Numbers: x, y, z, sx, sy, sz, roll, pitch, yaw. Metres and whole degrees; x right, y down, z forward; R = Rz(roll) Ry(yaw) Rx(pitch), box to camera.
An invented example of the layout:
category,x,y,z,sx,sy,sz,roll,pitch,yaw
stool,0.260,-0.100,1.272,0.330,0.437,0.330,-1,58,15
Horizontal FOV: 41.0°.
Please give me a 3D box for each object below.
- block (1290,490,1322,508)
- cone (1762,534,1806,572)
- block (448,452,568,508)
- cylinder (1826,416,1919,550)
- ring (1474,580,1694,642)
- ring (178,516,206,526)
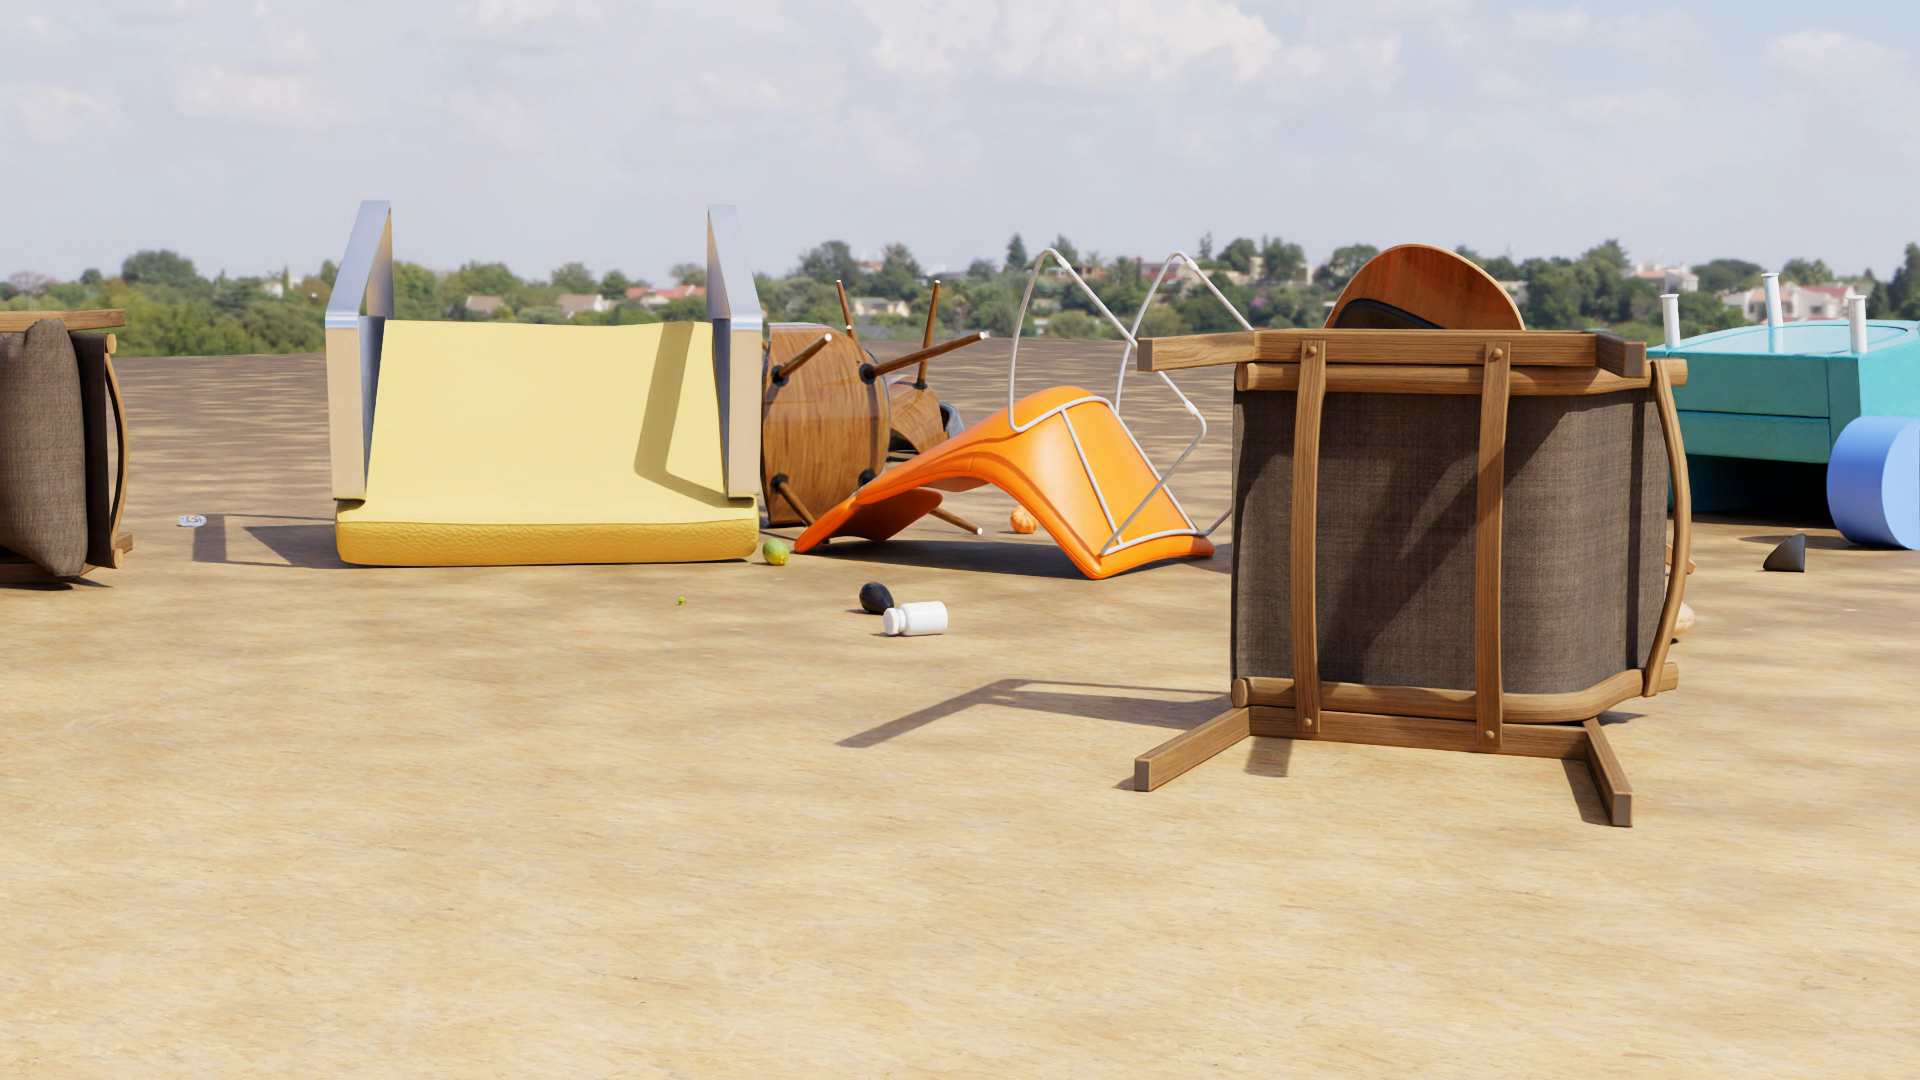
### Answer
category,x,y,z,sx,sy,sz,roll,pitch,yaw
block,0.988,-0.117,7.326,0.066,0.045,0.105,2,6,23
cone,1.861,0.049,5.722,0.119,0.067,0.107,-35,-31,-2
block,-1.302,-0.174,7.402,0.326,0.144,0.223,-1,6,-6
cylinder,2.267,-0.141,6.235,0.298,0.318,0.157,-12,11,-33
ring,1.149,0.130,4.749,0.270,0.083,0.465,-6,8,-38
ring,-2.030,-0.050,6.784,0.071,0.024,0.096,0,6,-6
